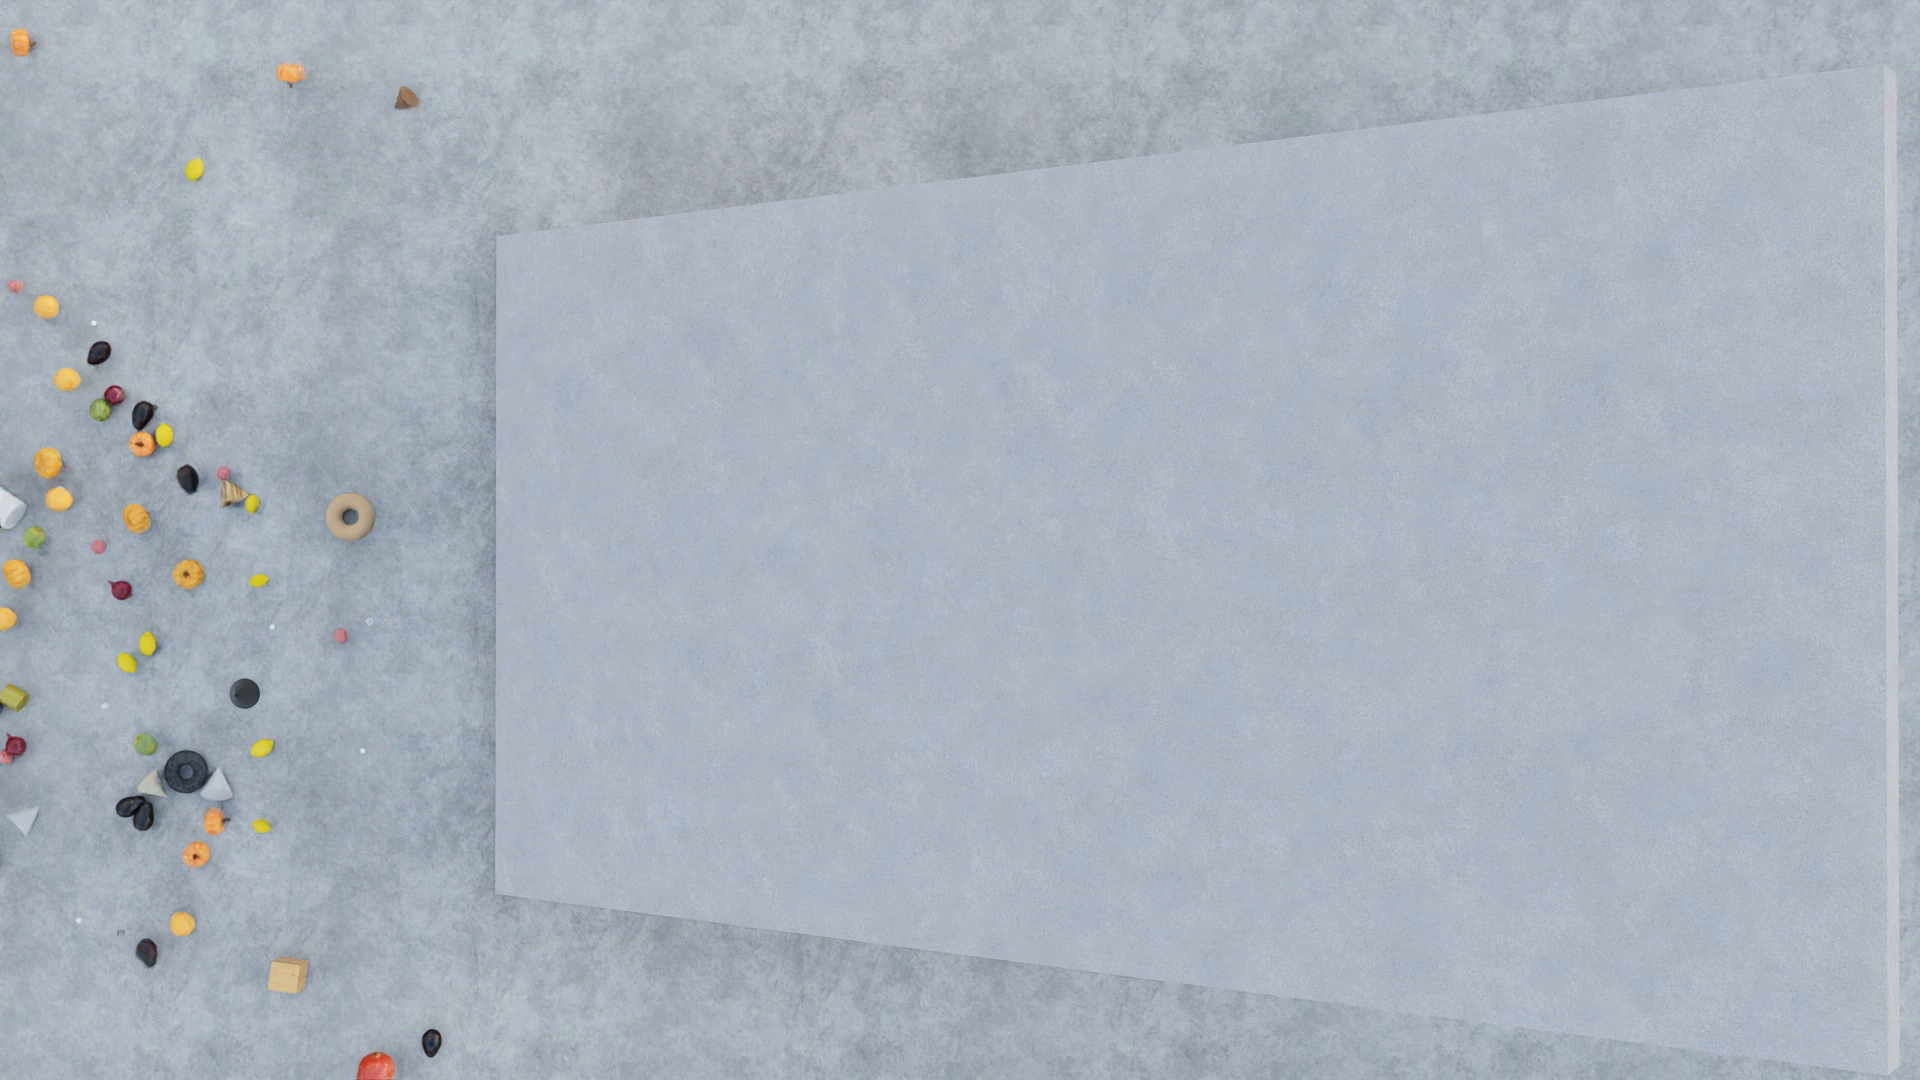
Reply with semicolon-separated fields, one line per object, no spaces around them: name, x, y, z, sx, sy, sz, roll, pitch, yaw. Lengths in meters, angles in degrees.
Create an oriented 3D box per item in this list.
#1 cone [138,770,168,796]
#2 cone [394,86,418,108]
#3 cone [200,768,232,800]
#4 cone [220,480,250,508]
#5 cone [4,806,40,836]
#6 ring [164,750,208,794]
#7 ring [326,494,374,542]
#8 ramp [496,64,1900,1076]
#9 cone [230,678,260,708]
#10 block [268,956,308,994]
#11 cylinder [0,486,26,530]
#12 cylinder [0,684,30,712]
cone;-2.461;0.764;6.748;0.082;0.082;0.082;-43;116;0
cone;-1.720;-1.346;6.767;0.072;0.072;0.072;-29;90;27
cone;-2.279;0.737;6.746;0.095;0.095;0.095;-6;63;0
cone;-2.219;-0.138;6.754;0.088;0.088;0.088;5;90;-27
cone;-2.860;0.846;6.746;0.092;0.092;0.092;45;63;0
ring;-2.374;0.711;6.745;0.133;0.044;0.133;0;88;0
ring;-1.871;-0.070;6.749;0.149;0.050;0.149;0;89;-1
ramp;0.239;0.067;5.562;4.000;0.100;2.000;0;89;36
cone;-2.202;0.473;6.722;0.094;0.094;0.094;0;90;0
block;-2.053;1.329;6.719;0.087;0.087;0.087;8;90;0
cylinder;-2.928;-0.100;6.723;0.097;0.097;0.097;34;90;2
cylinder;-2.898;0.483;6.737;0.064;0.064;0.064;32;90;0
